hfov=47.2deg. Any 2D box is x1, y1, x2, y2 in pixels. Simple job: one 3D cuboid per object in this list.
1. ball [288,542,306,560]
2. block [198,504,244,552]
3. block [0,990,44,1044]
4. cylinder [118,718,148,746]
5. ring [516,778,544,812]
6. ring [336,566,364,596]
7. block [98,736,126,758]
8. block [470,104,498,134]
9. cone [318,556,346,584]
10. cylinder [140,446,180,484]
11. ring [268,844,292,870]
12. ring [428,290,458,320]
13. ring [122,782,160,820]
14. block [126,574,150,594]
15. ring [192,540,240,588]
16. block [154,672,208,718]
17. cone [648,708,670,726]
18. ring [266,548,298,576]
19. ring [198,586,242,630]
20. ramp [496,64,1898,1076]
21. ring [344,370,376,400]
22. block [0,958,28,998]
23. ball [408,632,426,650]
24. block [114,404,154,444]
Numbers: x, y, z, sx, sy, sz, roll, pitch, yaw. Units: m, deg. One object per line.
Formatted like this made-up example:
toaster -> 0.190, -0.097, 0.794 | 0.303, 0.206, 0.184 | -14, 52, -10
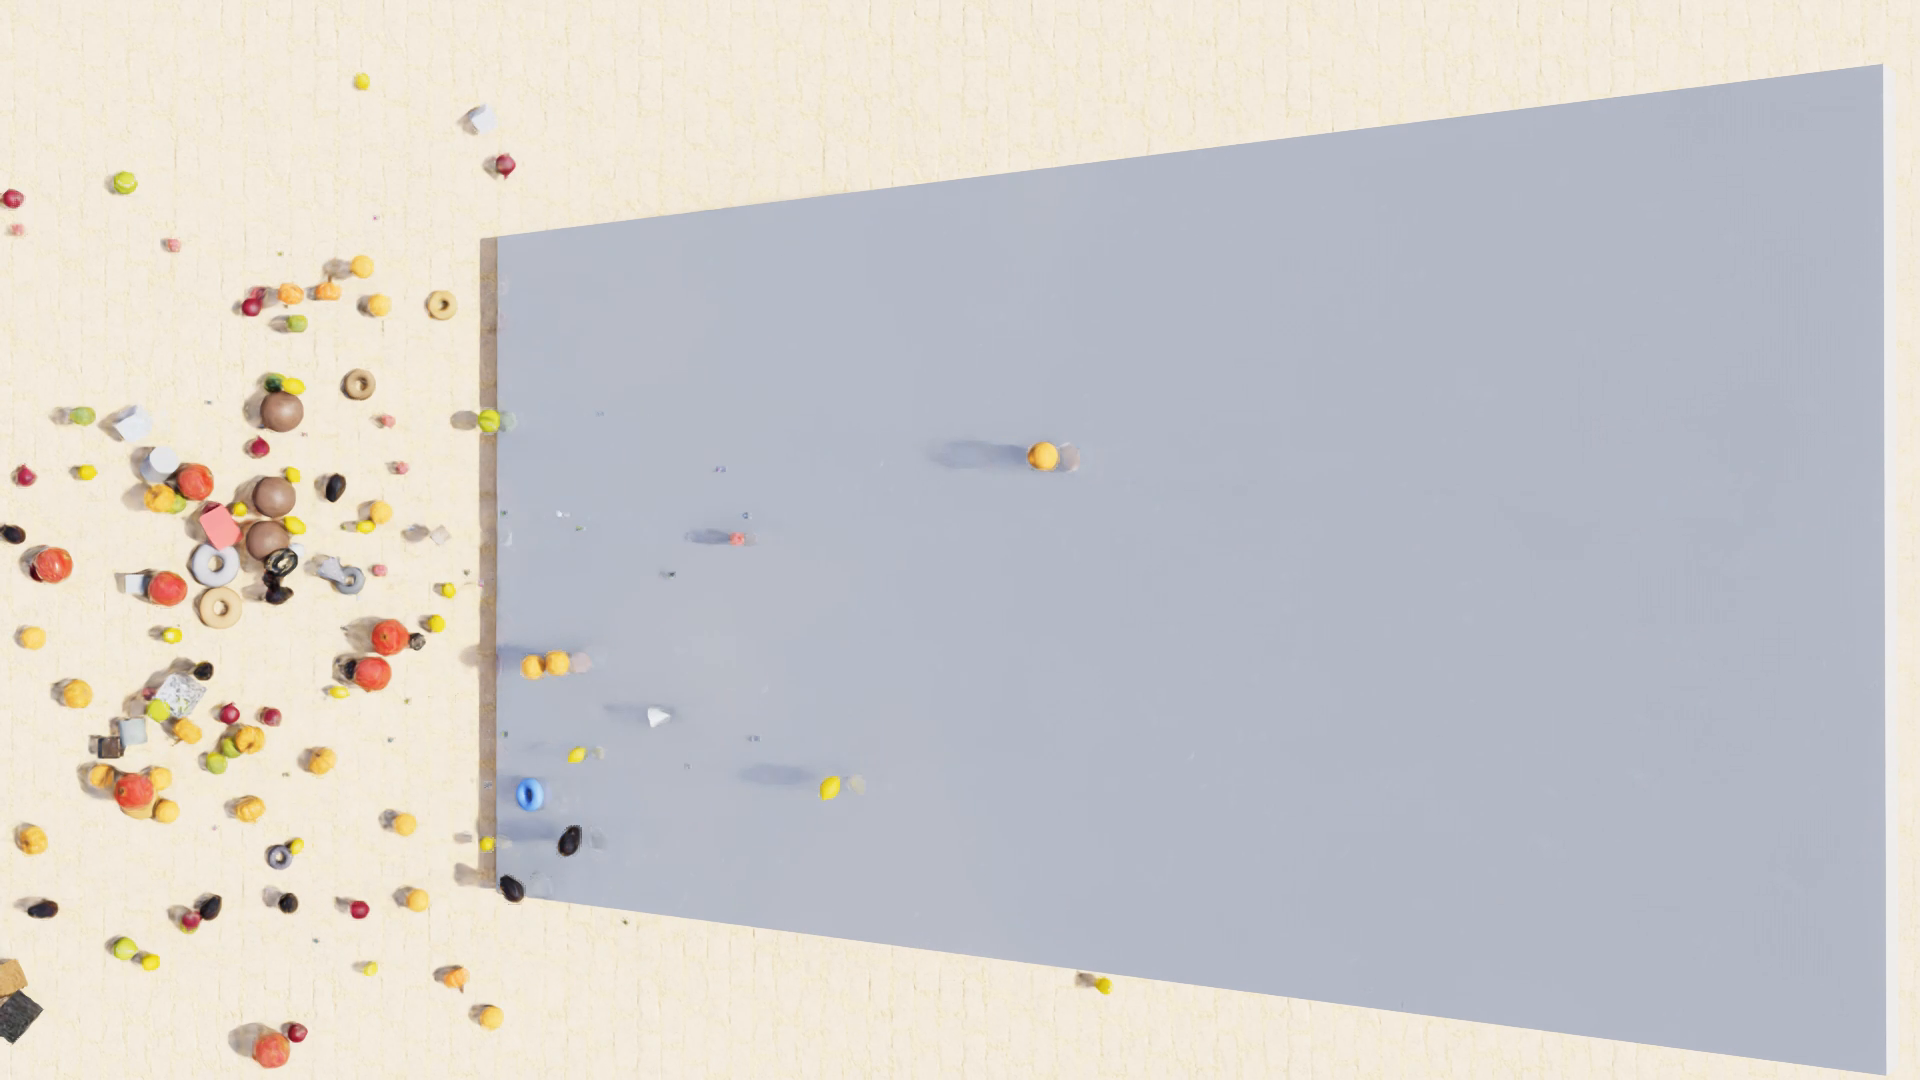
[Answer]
ball -> -2.037, 0.034, 6.749 | 0.053, 0.053, 0.053 | 0, 90, 0
block -> -2.254, -0.037, 6.710 | 0.085, 0.085, 0.085 | -31, 60, -13
block -> -2.866, 1.447, 6.672 | 0.097, 0.097, 0.097 | 40, 98, -7
cylinder -> -2.532, 0.587, 6.732 | 0.078, 0.078, 0.078 | -6, 89, 0
ring -> -1.287, 0.763, 6.579 | 0.102, 0.034, 0.102 | 1, 91, 36
ring -> -1.873, 0.125, 6.755 | 0.094, 0.031, 0.094 | -1, 79, 5
block -> -2.601, 0.636, 6.741 | 0.060, 0.060, 0.060 | 3, 90, 0
block -> -1.459, -1.290, 6.741 | 0.058, 0.058, 0.058 | -27, 125, 8
cone -> -1.902, 0.107, 6.717 | 0.083, 0.083, 0.083 | 41, 90, 14
cylinder -> -2.444, -0.230, 6.715 | 0.089, 0.089, 0.089 | 17, 62, -34
ring -> -2.088, 0.975, 6.756 | 0.078, 0.026, 0.078 | 0, 91, 0
ring -> -1.592, -0.723, 6.766 | 0.094, 0.031, 0.094 | 0, 90, 2
ring -> -2.515, 0.801, 6.750 | 0.117, 0.039, 0.117 | 0, 93, 2
block -> -2.521, 0.134, 6.746 | 0.057, 0.057, 0.057 | -1, 90, 0
ring -> -2.284, 0.073, 6.751 | 0.146, 0.049, 0.146 | 0, 87, 3
block -> -2.383, 0.473, 6.721 | 0.096, 0.096, 0.096 | 34, 93, 0
cone -> -0.852, 0.501, 6.270 | 0.057, 0.057, 0.057 | -7, 90, 9
ring -> -2.046, 0.069, 6.641 | 0.098, 0.033, 0.098 | -6, 53, 8
ring -> -2.271, 0.208, 6.752 | 0.134, 0.045, 0.134 | 0, 91, -1
ramp -> 0.238, 0.066, 5.560 | 4.000, 0.100, 2.000 | 0, 89, 36
ring -> -1.844, -0.477, 6.763 | 0.098, 0.033, 0.098 | 0, 89, 1
block -> -2.923, 1.346, 6.720 | 0.090, 0.090, 0.090 | -25, 89, 0
ball -> -1.667, 0.311, 6.747 | 0.052, 0.052, 0.052 | 0, 90, 0
block -> -2.523, -0.356, 6.717 | 0.075, 0.075, 0.075 | -27, 123, 5
